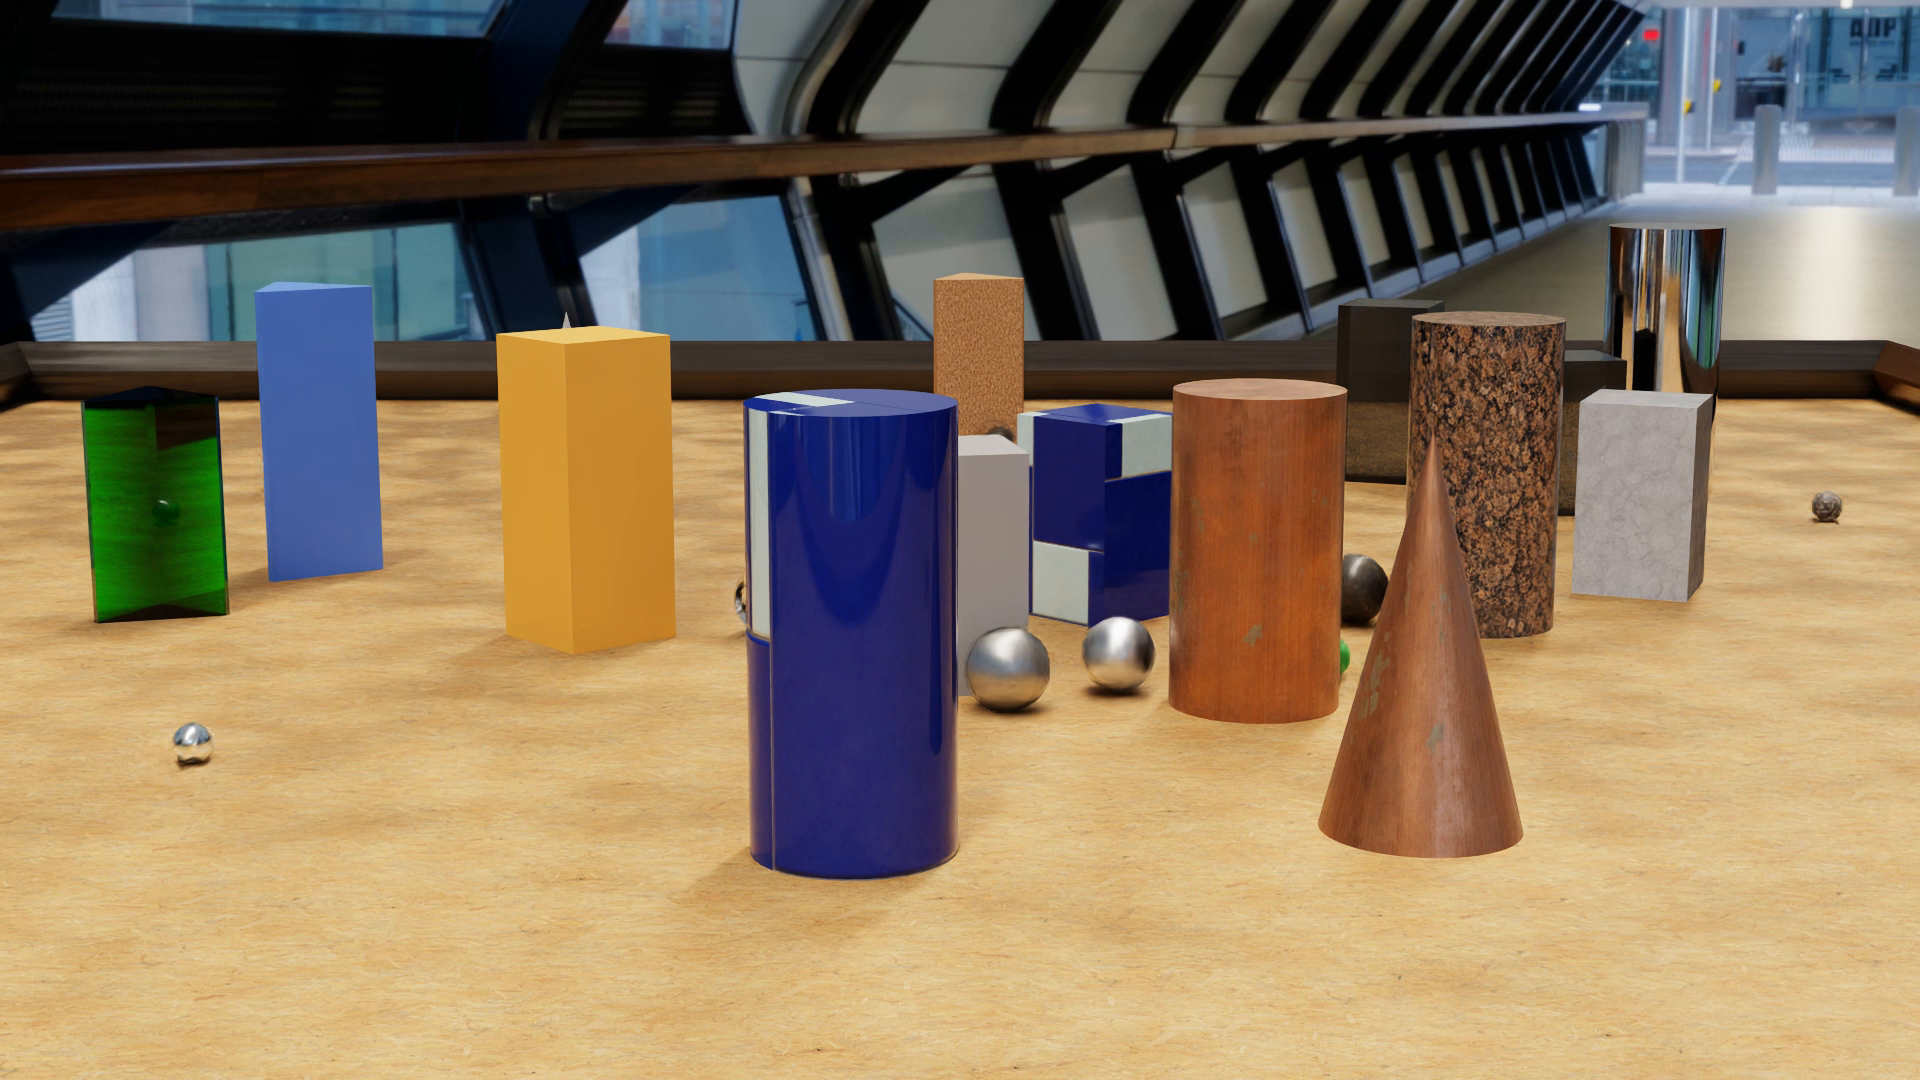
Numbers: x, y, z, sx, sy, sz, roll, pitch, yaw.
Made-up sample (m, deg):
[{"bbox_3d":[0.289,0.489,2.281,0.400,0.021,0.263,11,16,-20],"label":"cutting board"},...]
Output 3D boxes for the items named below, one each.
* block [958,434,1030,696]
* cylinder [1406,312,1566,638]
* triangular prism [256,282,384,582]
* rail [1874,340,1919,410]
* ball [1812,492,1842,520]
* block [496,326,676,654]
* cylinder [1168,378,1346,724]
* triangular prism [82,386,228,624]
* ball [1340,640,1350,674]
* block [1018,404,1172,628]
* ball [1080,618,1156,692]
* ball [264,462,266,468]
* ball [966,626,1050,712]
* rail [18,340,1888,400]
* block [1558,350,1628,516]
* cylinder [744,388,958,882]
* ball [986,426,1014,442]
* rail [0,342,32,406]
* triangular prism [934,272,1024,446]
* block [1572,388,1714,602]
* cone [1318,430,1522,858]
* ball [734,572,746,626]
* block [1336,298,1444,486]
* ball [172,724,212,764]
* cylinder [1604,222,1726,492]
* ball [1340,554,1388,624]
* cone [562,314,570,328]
[{"bbox_3d":[-0.012,0.029,3.046,0.157,0.284,0.157,-2,11,-11],"label":"block"},{"bbox_3d":[0.684,-0.089,3.356,0.196,0.402,0.196,0,11,0],"label":"cylinder"},{"bbox_3d":[-0.955,-0.163,3.728,0.170,0.413,0.147,-7,13,-34],"label":"triangular prism"},{"bbox_3d":[2.032,0.031,3.460,0.045,0.127,4.469,0,11,0],"label":"rail"},{"bbox_3d":[1.401,-0.055,4.145,0.048,0.048,0.048,0,11,0],"label":"ball"},{"bbox_3d":[-0.477,-0.068,3.281,0.157,0.390,0.157,-9,14,-41],"label":"block"},{"bbox_3d":[0.339,0.009,2.933,0.196,0.365,0.196,0,11,0],"label":"cylinder"},{"bbox_3d":[-1.083,-0.052,3.455,0.170,0.294,0.147,-3,11,-18],"label":"triangular prism"},{"bbox_3d":[0.446,0.141,3.088,0.049,0.049,0.049,0,11,0],"label":"ball"},{"bbox_3d":[0.187,-0.035,3.432,0.157,0.269,0.157,10,15,44],"label":"block"},{"bbox_3d":[0.186,0.135,3.012,0.088,0.088,0.088,0,11,0],"label":"ball"},{"bbox_3d":[-1.172,-0.139,4.488,0.089,0.089,0.089,0,11,0],"label":"ball"},{"bbox_3d":[0.055,0.147,2.924,0.097,0.097,0.097,0,11,0],"label":"ball"},{"bbox_3d":[-0.013,-0.370,5.622,4.111,0.127,0.045,0,11,0],"label":"rail"},{"bbox_3d":[0.994,-0.178,4.244,0.157,0.254,0.157,-1,11,-6],"label":"block"},{"bbox_3d":[-0.100,0.082,2.375,0.196,0.423,0.196,0,11,0],"label":"cylinder"},{"bbox_3d":[0.074,-0.183,4.810,0.058,0.058,0.058,0,11,0],"label":"ball"},{"bbox_3d":[-2.032,0.035,3.437,0.045,0.127,4.469,0,11,0],"label":"rail"},{"bbox_3d":[0.023,-0.336,4.882,0.170,0.332,0.147,-2,11,-10],"label":"triangular prism"},{"bbox_3d":[0.957,-0.066,3.597,0.157,0.269,0.157,5,11,23],"label":"block"},{"bbox_3d":[0.445,0.087,2.446,0.196,0.388,0.196,0,11,0],"label":"cone"},{"bbox_3d":[-0.246,0.076,3.314,0.094,0.094,0.094,0,11,0],"label":"ball"},{"bbox_3d":[0.764,-0.266,4.561,0.157,0.311,0.157,4,11,21],"label":"block"},{"bbox_3d":[-0.811,0.215,2.709,0.042,0.042,0.042,0,11,0],"label":"ball"},{"bbox_3d":[1.215,-0.317,4.449,0.196,0.453,0.196,0,11,0],"label":"cylinder"},{"bbox_3d":[0.520,0.064,3.383,0.092,0.092,0.092,0,11,0],"label":"ball"},{"bbox_3d":[-0.547,-0.126,3.596,0.196,0.389,0.196,0,11,0],"label":"cone"}]
